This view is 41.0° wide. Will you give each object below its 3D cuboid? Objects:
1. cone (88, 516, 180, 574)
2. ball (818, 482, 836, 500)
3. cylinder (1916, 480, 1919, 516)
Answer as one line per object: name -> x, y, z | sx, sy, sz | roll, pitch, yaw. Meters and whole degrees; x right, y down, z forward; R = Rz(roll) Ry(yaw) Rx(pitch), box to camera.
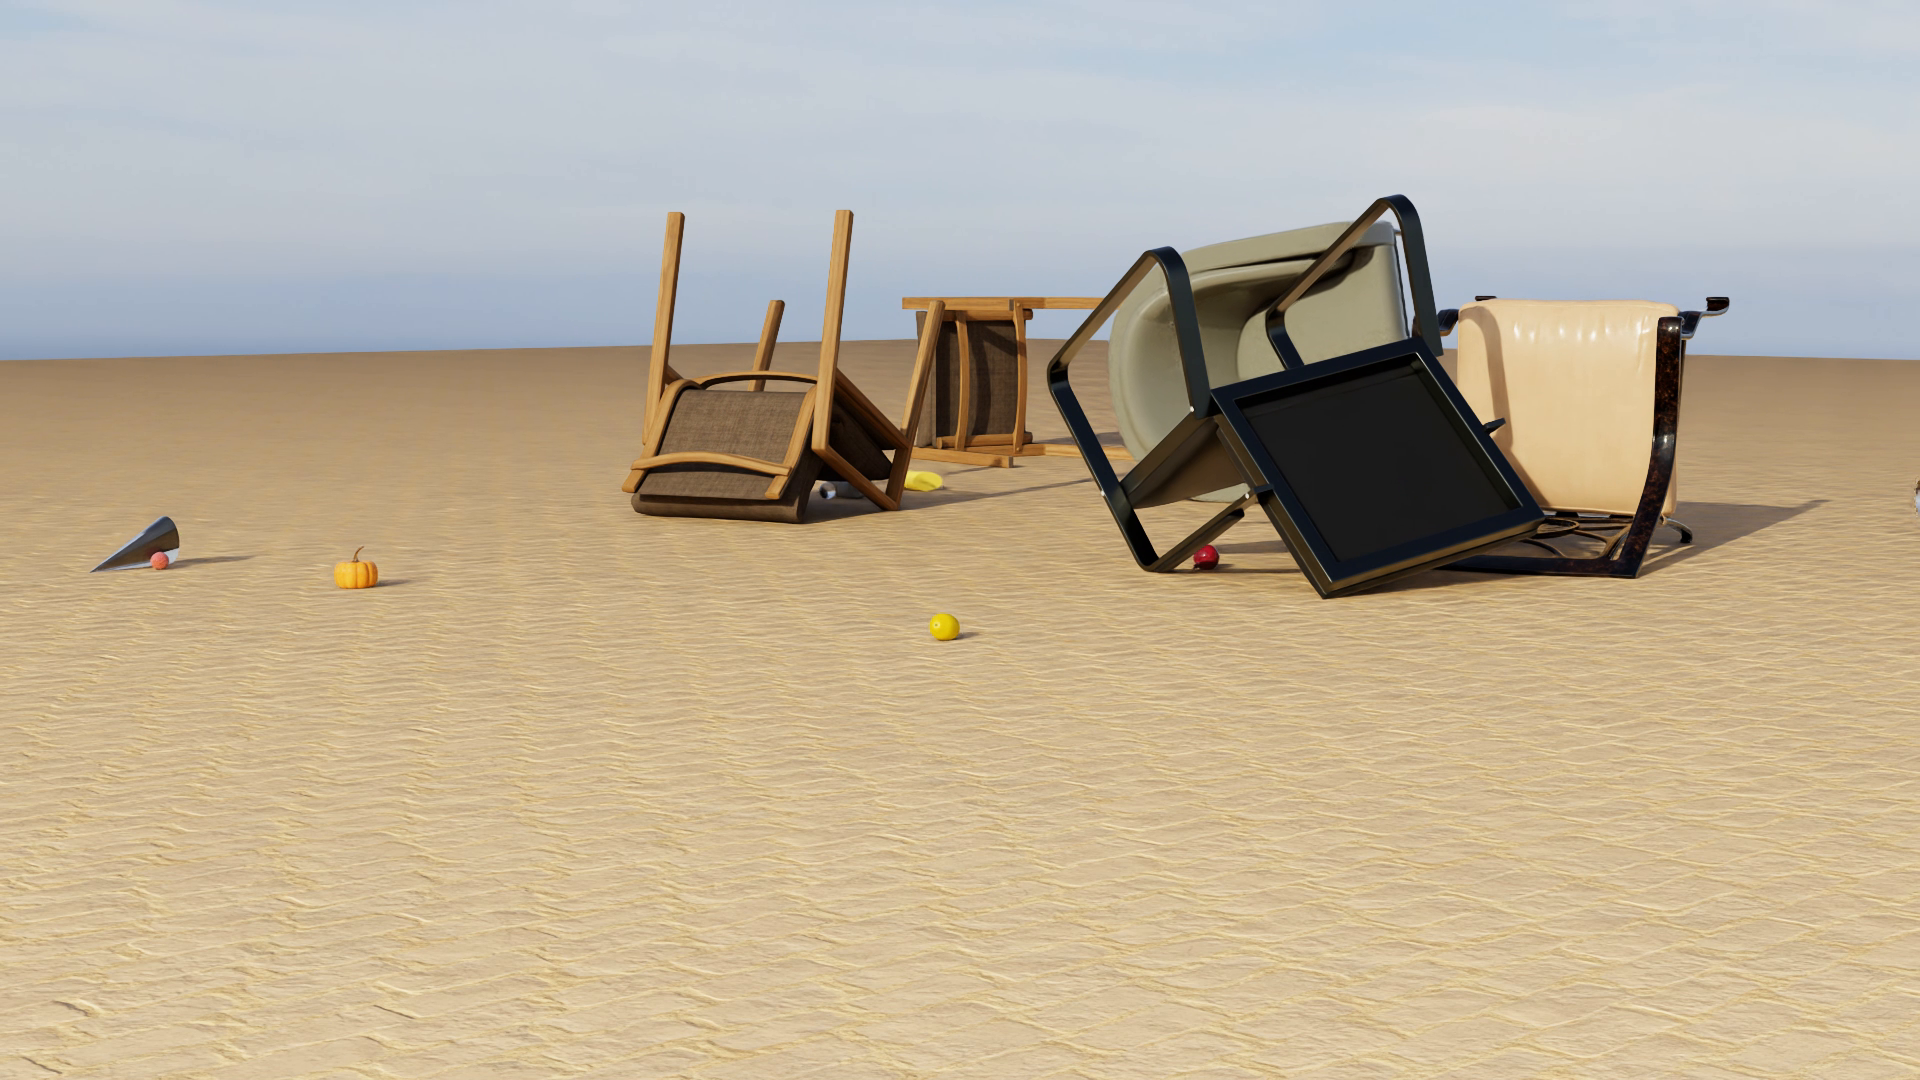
cone -> -1.871, 0.037, 5.767 | 0.202, 0.092, 0.152 | -29, -17, -42
ball -> -0.392, -0.146, 7.581 | 0.050, 0.050, 0.050 | 0, 6, 0
cylinder -> 2.639, -0.099, 6.632 | 0.252, 0.152, 0.232 | 0, 11, -1
